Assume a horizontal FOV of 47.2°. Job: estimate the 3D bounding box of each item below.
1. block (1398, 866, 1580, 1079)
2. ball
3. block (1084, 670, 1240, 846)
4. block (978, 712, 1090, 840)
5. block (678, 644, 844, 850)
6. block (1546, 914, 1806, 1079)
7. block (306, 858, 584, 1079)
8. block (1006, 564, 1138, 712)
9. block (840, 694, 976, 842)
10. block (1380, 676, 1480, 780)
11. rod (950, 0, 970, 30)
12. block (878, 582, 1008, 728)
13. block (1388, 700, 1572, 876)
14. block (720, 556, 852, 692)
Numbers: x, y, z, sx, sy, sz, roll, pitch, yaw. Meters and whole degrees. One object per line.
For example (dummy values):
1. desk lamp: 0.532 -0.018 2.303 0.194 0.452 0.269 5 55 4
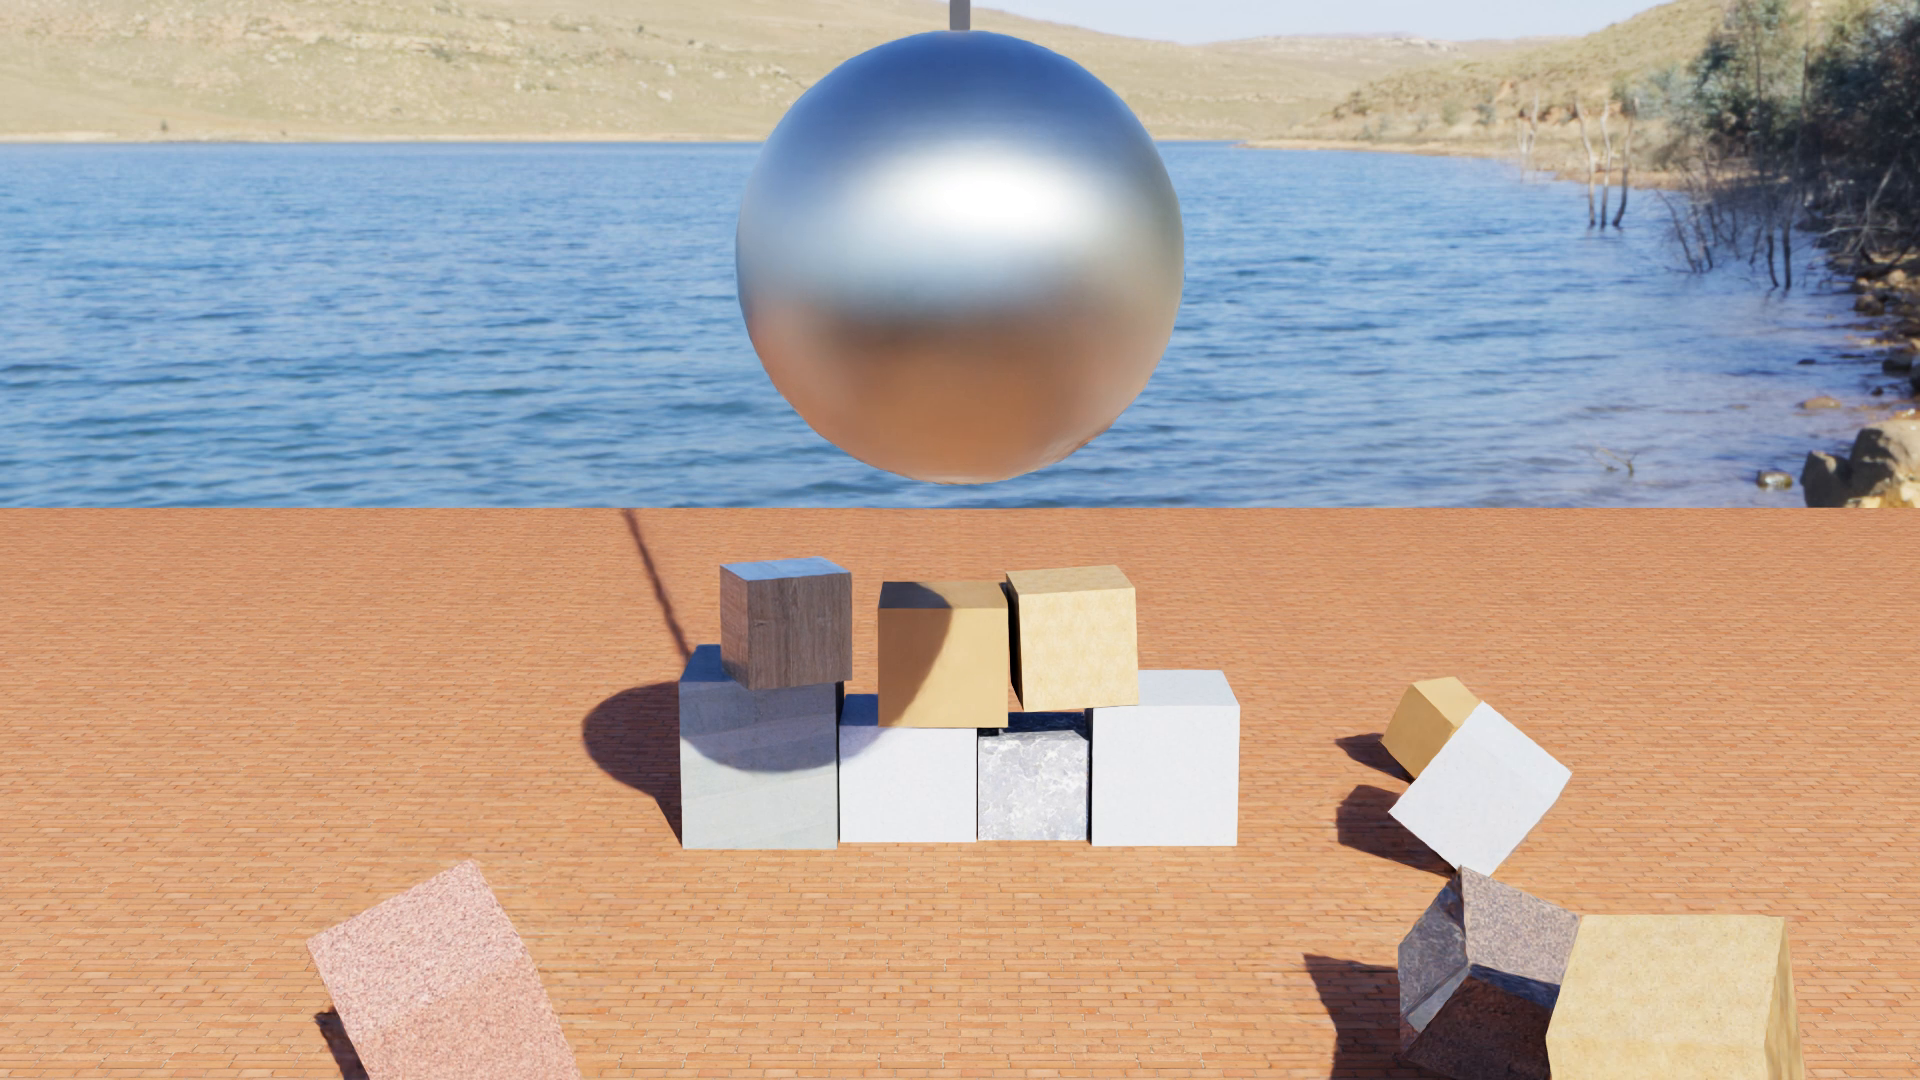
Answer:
1. block: 1.973 1.651 8.158 0.502 0.482 0.574 23 34 -6
2. ball: 0.000 -0.996 7.829 1.600 1.600 1.600 0 10 0
3. block: 1.029 1.116 11.398 0.730 0.725 0.762 0 10 0
4. block: 0.372 1.218 11.407 0.559 0.522 0.564 0 10 0
5. block: -1.004 1.052 11.361 0.774 0.865 0.821 0 10 0
6. block: 2.221 1.624 6.771 0.613 0.655 0.715 -4 20 27
7. block: -1.788 1.654 7.662 0.627 0.658 0.632 -26 34 -18
8. block: 0.564 0.491 11.178 0.577 0.593 0.616 -4 10 -4
9. block: -0.262 1.173 11.411 0.689 0.609 0.654 0 10 0
10. block: 2.647 1.056 12.164 0.349 0.431 0.377 -4 38 -35
11. rod: 0.000 -4.170 9.049 0.080 5.200 0.080 0 -21 0
12. block: -0.083 0.577 11.292 0.647 0.607 0.686 0 10 0
13. block: 2.524 1.224 10.659 0.548 0.566 0.541 40 23 13
14. block: -0.867 0.409 10.948 0.538 0.547 0.447 -4 11 -23
